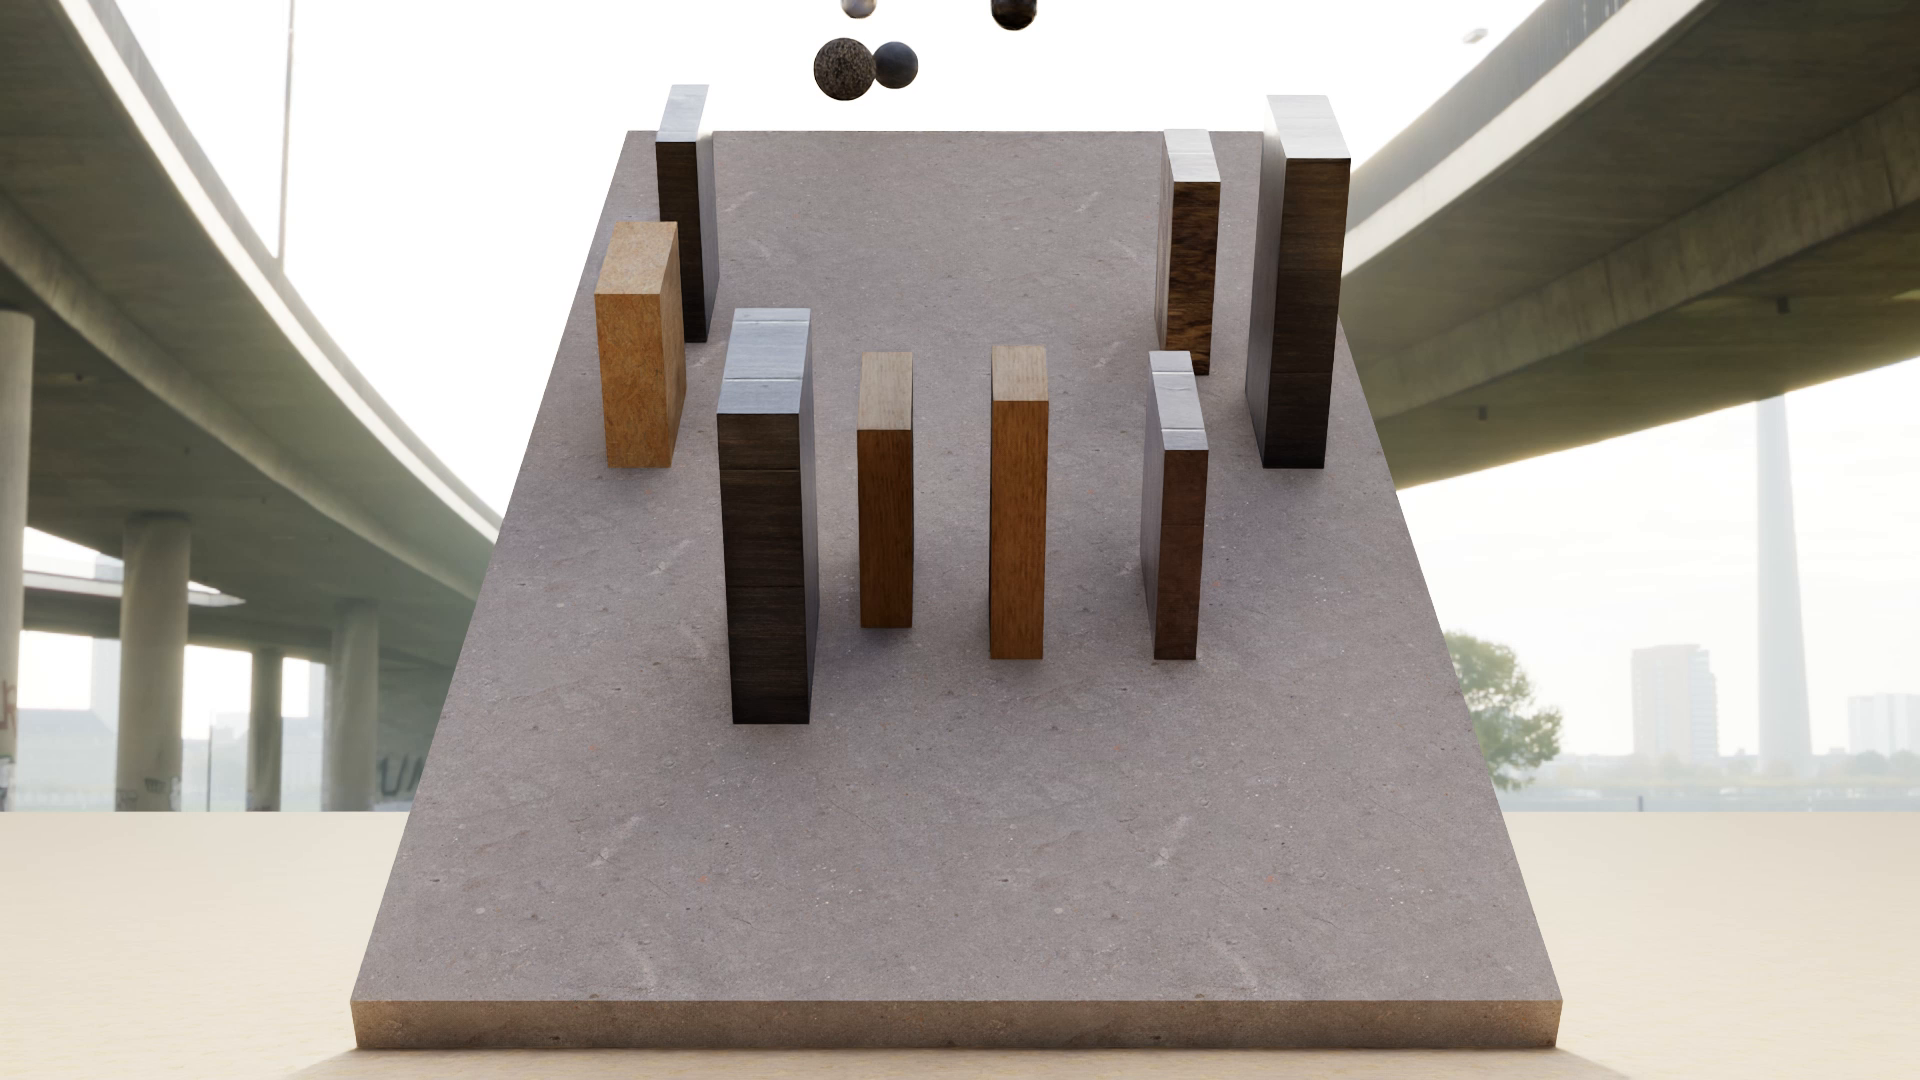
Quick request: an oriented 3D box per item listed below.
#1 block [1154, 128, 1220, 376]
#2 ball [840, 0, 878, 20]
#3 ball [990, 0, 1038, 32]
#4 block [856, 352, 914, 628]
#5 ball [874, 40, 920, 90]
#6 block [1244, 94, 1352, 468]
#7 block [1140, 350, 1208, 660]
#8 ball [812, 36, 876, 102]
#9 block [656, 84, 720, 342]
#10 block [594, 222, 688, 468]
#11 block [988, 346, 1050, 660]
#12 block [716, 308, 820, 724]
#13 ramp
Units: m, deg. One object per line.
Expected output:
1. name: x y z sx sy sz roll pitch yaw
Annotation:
1. block: 0.561 -0.717 6.010 0.110 0.512 0.351 0 30 0
2. ball: -0.293 -1.567 7.026 0.115 0.115 0.115 0 -6 0
3. ball: 0.156 -1.540 6.995 0.142 0.142 0.142 0 -6 0
4. block: -0.151 -0.106 5.012 0.105 0.460 0.348 0 30 0
5. ball: -0.198 -1.443 7.358 0.149 0.149 0.149 0 -6 0
6. block: 0.768 -0.591 5.551 0.140 0.759 0.394 0 30 0
7. block: 0.433 -0.075 4.943 0.084 0.479 0.433 0 30 0
8. ball: -0.346 -1.407 7.236 0.191 0.191 0.191 0 -6 0
9. block: -0.692 -0.836 6.179 0.099 0.539 0.408 0 30 0
10. block: -0.738 -0.458 5.634 0.144 0.437 0.409 0 30 0
11. block: 0.114 -0.072 4.833 0.105 0.584 0.240 0 30 0
12. block: -0.365 -0.048 4.697 0.147 0.675 0.446 0 30 0
13. ramp: -0.013 -0.207 5.740 2.000 0.100 4.000 0 30 0
